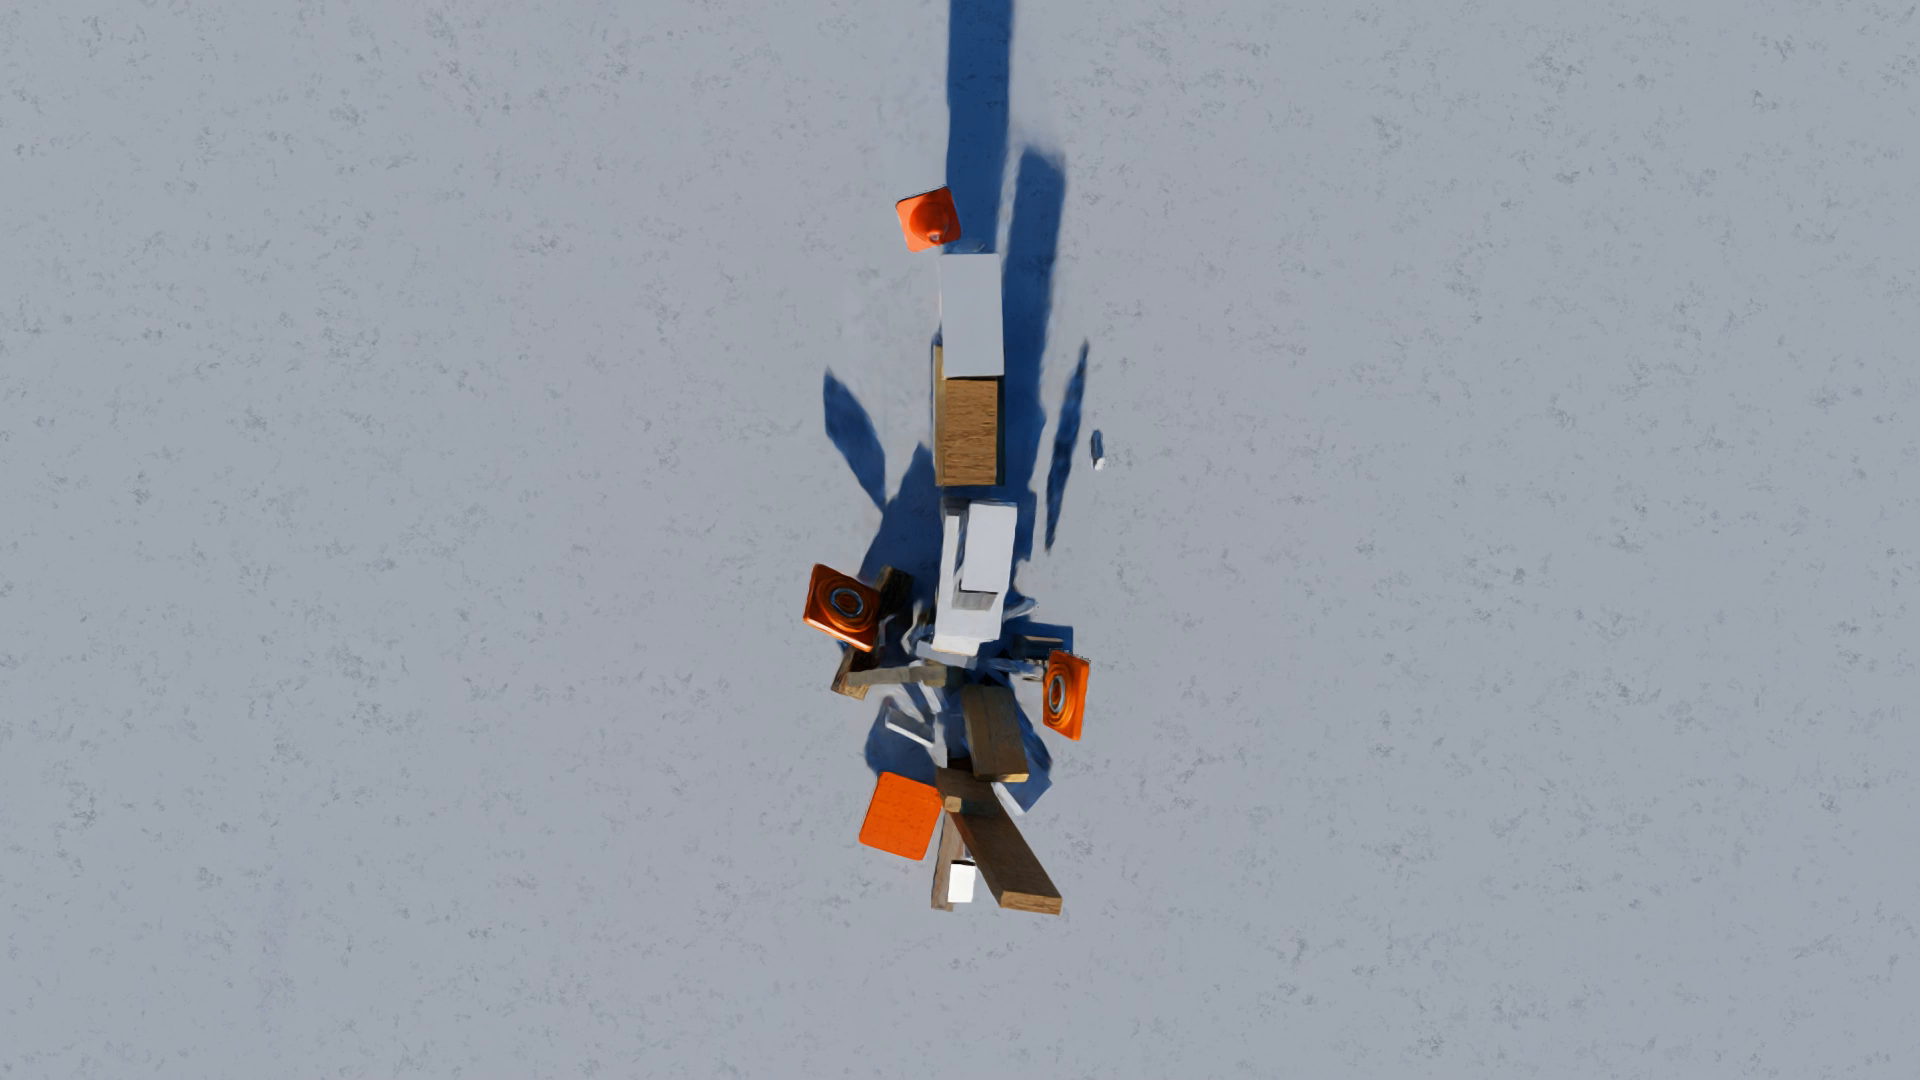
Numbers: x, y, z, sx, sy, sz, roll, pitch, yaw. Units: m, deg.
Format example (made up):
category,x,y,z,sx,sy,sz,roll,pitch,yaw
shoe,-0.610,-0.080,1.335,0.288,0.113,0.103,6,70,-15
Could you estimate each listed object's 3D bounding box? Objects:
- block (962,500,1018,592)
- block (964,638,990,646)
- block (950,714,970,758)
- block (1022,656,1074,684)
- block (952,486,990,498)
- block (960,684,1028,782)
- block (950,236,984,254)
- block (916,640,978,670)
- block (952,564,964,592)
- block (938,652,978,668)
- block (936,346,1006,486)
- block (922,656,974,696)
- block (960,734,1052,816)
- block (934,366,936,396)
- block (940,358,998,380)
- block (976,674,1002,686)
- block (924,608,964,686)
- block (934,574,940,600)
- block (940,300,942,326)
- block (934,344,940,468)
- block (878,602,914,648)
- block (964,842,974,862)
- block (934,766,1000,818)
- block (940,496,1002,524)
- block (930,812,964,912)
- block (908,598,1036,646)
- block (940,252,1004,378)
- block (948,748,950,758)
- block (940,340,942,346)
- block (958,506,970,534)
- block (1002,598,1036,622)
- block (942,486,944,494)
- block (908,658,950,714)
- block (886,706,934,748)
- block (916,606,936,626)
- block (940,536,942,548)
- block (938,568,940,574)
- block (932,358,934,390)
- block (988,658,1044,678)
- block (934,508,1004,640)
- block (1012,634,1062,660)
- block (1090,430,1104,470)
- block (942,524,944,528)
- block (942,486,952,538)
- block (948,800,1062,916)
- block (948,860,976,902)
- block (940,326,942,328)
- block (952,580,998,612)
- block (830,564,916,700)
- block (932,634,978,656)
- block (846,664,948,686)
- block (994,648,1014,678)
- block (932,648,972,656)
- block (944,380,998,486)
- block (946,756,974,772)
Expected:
category,x,y,z,sx,sy,sz,roll,pitch,yaw
block,0.070,0.015,3.966,0.112,0.032,0.223,4,113,-4
block,0.035,0.241,4.678,0.072,0.145,0.021,-10,47,10
block,0.014,0.668,5.457,0.089,0.025,0.178,2,93,-2
block,0.291,0.431,5.473,0.164,0.023,0.082,4,113,0
block,0.030,-0.129,4.670,0.103,0.029,0.206,2,90,-1
block,0.109,0.624,5.339,0.167,0.047,0.335,3,51,-17
block,0.018,-0.762,4.321,0.050,0.014,0.099,20,46,22
block,-0.039,0.363,5.178,0.159,0.318,0.045,14,86,7
block,0.049,0.098,4.128,0.112,0.223,0.032,5,78,-6
block,0.000,0.287,5.385,0.126,0.036,0.252,5,87,-22
block,0.027,-0.312,4.181,0.176,0.050,0.351,0,90,-1
block,-0.048,0.414,5.460,0.093,0.026,0.186,-33,101,12
block,0.152,0.729,5.420,0.318,0.045,0.159,53,53,-5
block,0.021,-0.426,4.381,0.176,0.351,0.050,-2,90,-1
block,0.024,-0.424,4.015,0.140,0.281,0.040,0,89,-1
block,0.117,0.502,5.492,0.119,0.017,0.059,37,90,0
block,-0.049,0.351,5.403,0.126,0.036,0.252,3,88,-22
block,0.023,0.136,4.495,0.170,0.339,0.048,-6,99,2
block,0.020,-0.595,4.069,0.140,0.392,0.040,-1,83,-1
block,0.011,-0.372,4.581,0.170,0.048,0.339,0,90,-1
block,-0.209,0.278,5.411,0.023,0.164,0.082,13,120,29
block,0.041,0.986,5.425,0.021,0.076,0.151,-22,52,22
block,0.019,0.802,5.256,0.167,0.335,0.047,10,97,-7
block,0.039,-0.066,4.445,0.170,0.415,0.048,2,98,-3
block,-0.032,1.055,5.489,0.076,0.021,0.355,10,90,0
block,0.039,0.262,5.320,0.417,0.098,0.028,-14,75,-17
block,0.027,-0.525,3.853,0.140,0.040,0.281,-2,91,-1
block,0.004,0.779,5.487,0.089,0.025,0.178,-2,90,0
block,0.013,-0.517,4.429,0.127,0.254,0.036,0,98,-1
block,0.066,-0.046,4.067,0.112,0.223,0.032,9,77,-6
block,0.097,0.259,5.272,0.301,0.059,0.017,-26,63,23
block,0.013,-0.164,5.063,0.132,0.264,0.037,2,89,0
block,-0.103,0.481,5.453,0.026,0.093,0.186,-25,90,-27
block,-0.164,0.616,5.432,0.180,0.072,0.021,29,126,-23
block,-0.056,0.310,5.459,0.093,0.026,0.186,-30,102,12
block,0.007,0.009,5.063,0.132,0.264,0.037,2,90,0
block,0.018,0.050,4.766,0.136,0.273,0.039,3,63,-5
block,0.003,-0.482,4.818,0.170,0.426,0.048,-1,89,-1
block,0.174,0.400,5.177,0.098,0.195,0.028,20,80,-23
block,0.033,0.089,4.260,0.170,0.048,0.339,4,113,-4
block,0.256,0.363,5.488,0.164,0.023,0.082,6,90,0
block,0.374,-0.247,4.511,0.014,0.050,0.099,3,56,-13
block,0.013,-0.022,5.214,0.134,0.038,0.267,1,90,0
block,0.018,-0.099,4.912,0.132,0.037,0.264,2,90,0
block,0.105,0.905,4.940,0.167,1.014,0.047,10,97,-11
block,0.006,1.090,5.266,0.076,0.021,0.151,4,119,-2
block,0.006,-0.671,4.791,0.127,0.975,0.036,-2,93,-1
block,0.036,0.142,4.165,0.098,0.195,0.028,4,74,-4
block,-0.287,0.306,5.443,0.126,0.036,0.447,23,90,-44
block,0.012,0.216,4.877,0.136,0.039,0.284,11,129,-7
block,-0.204,0.436,5.324,0.159,0.318,0.045,-3,86,-41
block,0.148,0.407,5.443,0.059,0.119,0.017,-45,53,-4
block,-0.002,0.222,4.959,0.127,0.036,0.254,8,117,-3
block,0.025,-0.253,3.894,0.122,0.035,0.244,1,90,-2
block,0.005,0.806,5.446,0.089,0.025,0.178,-4,103,-2
